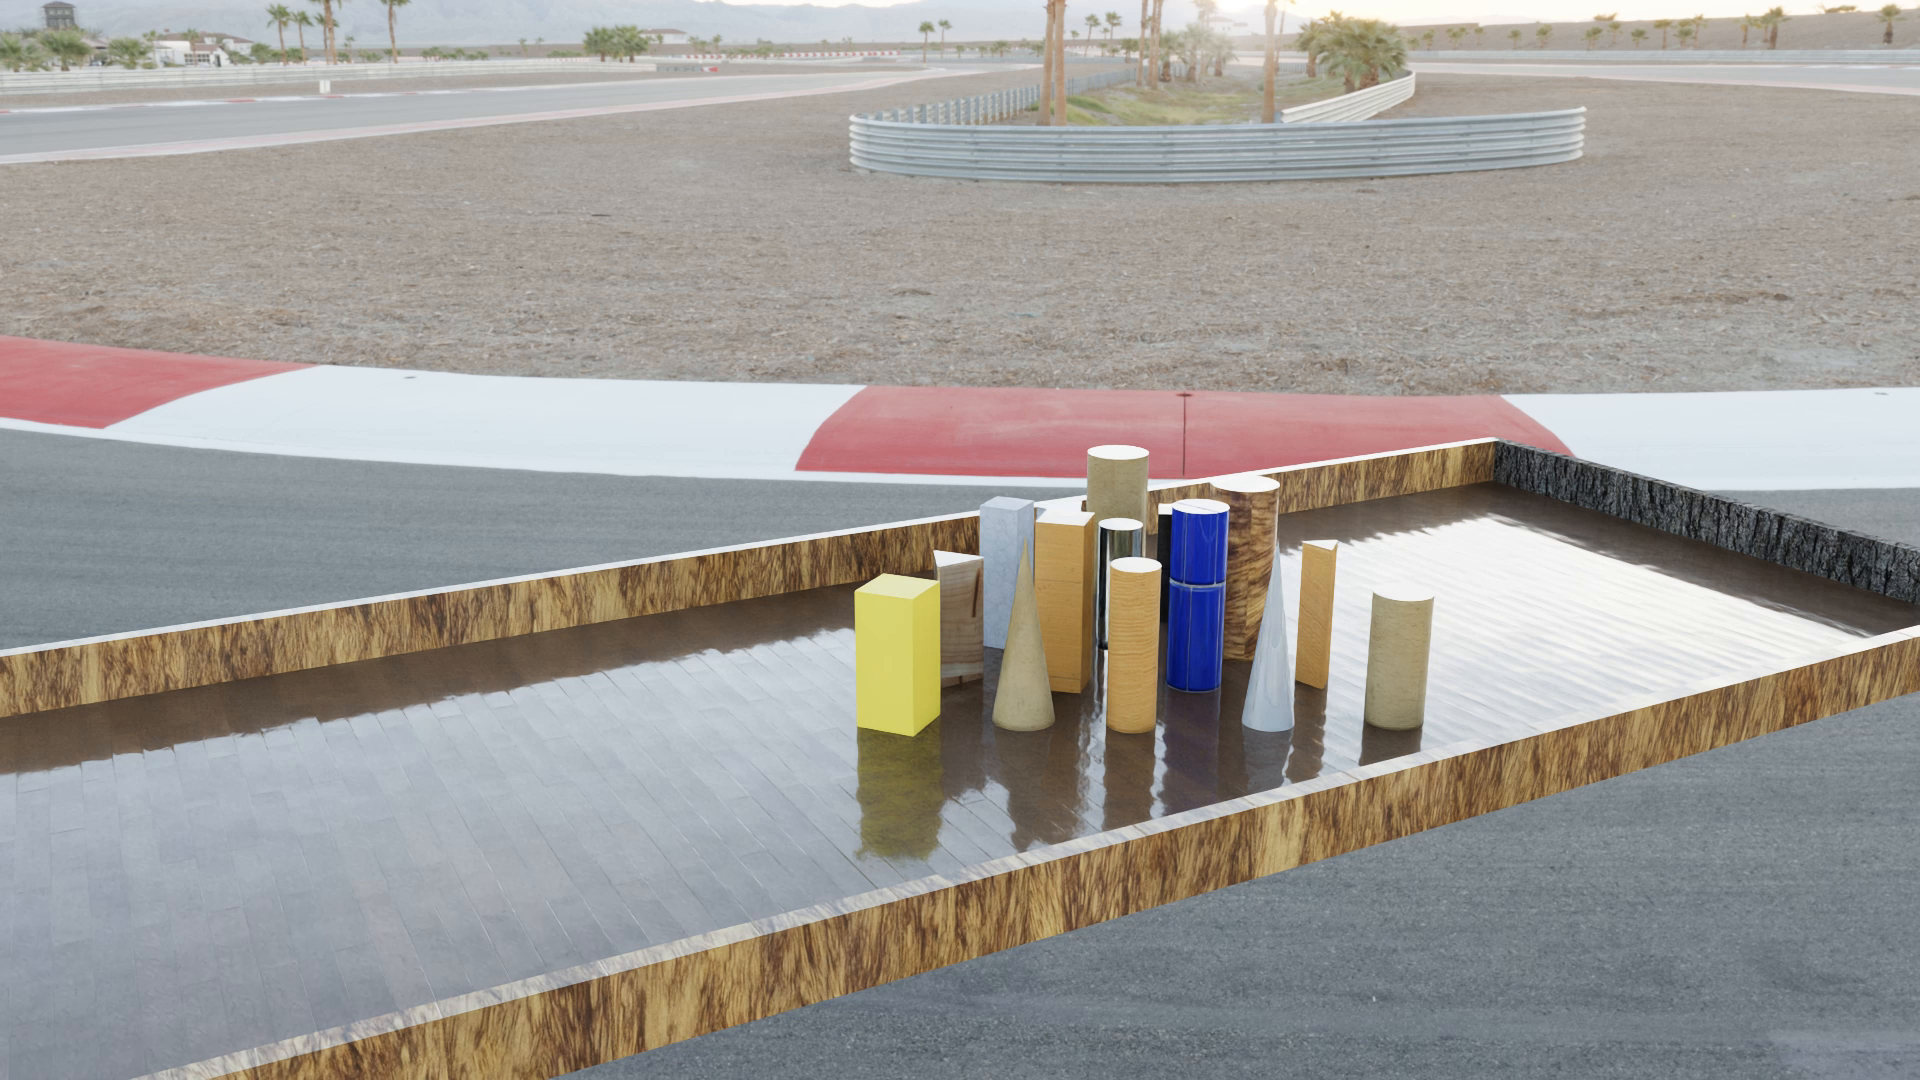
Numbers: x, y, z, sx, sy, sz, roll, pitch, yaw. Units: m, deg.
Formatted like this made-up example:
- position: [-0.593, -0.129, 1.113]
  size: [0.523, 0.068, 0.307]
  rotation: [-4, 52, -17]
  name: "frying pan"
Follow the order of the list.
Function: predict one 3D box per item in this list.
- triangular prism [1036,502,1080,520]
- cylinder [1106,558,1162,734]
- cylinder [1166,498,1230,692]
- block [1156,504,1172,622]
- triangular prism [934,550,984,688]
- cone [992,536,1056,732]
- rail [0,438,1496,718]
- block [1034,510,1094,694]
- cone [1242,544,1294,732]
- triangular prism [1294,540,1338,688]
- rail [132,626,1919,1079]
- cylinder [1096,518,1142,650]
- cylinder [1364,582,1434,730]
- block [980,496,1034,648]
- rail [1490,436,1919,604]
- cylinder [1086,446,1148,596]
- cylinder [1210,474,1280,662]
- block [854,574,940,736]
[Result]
- position: [0.304, 0.052, 4.633]
  size: [0.138, 0.308, 0.119]
  rotation: [12, 20, 34]
  name: "triangular prism"
- position: [0.402, 0.245, 3.829]
  size: [0.117, 0.391, 0.117]
  rotation: [0, 16, 0]
  name: "cylinder"
- position: [0.585, 0.138, 4.072]
  size: [0.139, 0.458, 0.139]
  rotation: [0, 16, 0]
  name: "cylinder"
- position: [0.600, 0.065, 4.579]
  size: [0.106, 0.312, 0.106]
  rotation: [2, 16, 6]
  name: "block"
- position: [-0.030, 0.192, 4.140]
  size: [0.135, 0.317, 0.117]
  rotation: [-11, 20, -33]
  name: "triangular prism"
- position: [0.150, 0.205, 3.848]
  size: [0.151, 0.457, 0.151]
  rotation: [0, 16, 0]
  name: "cone"
- position: [-3.305, 0.497, 3.399]
  size: [12.000, 0.150, 0.050]
  rotation: [-9, 18, -27]
  name: "rail"
- position: [0.257, 0.151, 4.077]
  size: [0.120, 0.431, 0.120]
  rotation: [5, 17, 16]
  name: "block"
- position: [0.728, 0.213, 3.833]
  size: [0.124, 0.450, 0.124]
  rotation: [0, 16, 0]
  name: "cone"
- position: [0.901, 0.180, 4.100]
  size: [0.076, 0.362, 0.088]
  rotation: [-13, 21, -37]
  name: "triangular prism"
- position: [-2.336, 1.006, 1.665]
  size: [12.000, 0.150, 0.050]
  rotation: [-9, 18, -27]
  name: "rail"
- position: [0.420, 0.119, 4.358]
  size: [0.115, 0.334, 0.115]
  rotation: [0, 16, 0]
  name: "cylinder"
- position: [1.028, 0.272, 3.865]
  size: [0.139, 0.318, 0.139]
  rotation: [0, 16, 0]
  name: "cylinder"
- position: [0.123, 0.088, 4.371]
  size: [0.107, 0.386, 0.107]
  rotation: [8, 18, 25]
  name: "block"
- position: [2.466, -0.048, 5.253]
  size: [0.050, 0.150, 2.100]
  rotation: [-9, 18, -27]
  name: "rail"
- position: [0.456, -0.055, 4.811]
  size: [0.176, 0.413, 0.176]
  rotation: [0, 16, 0]
  name: "cylinder"
- position: [0.731, 0.073, 4.298]
  size: [0.176, 0.456, 0.176]
  rotation: [0, 16, 0]
  name: "cylinder"
- position: [-0.144, 0.266, 3.856]
  size: [0.147, 0.334, 0.147]
  rotation: [7, 18, 23]
  name: "block"
